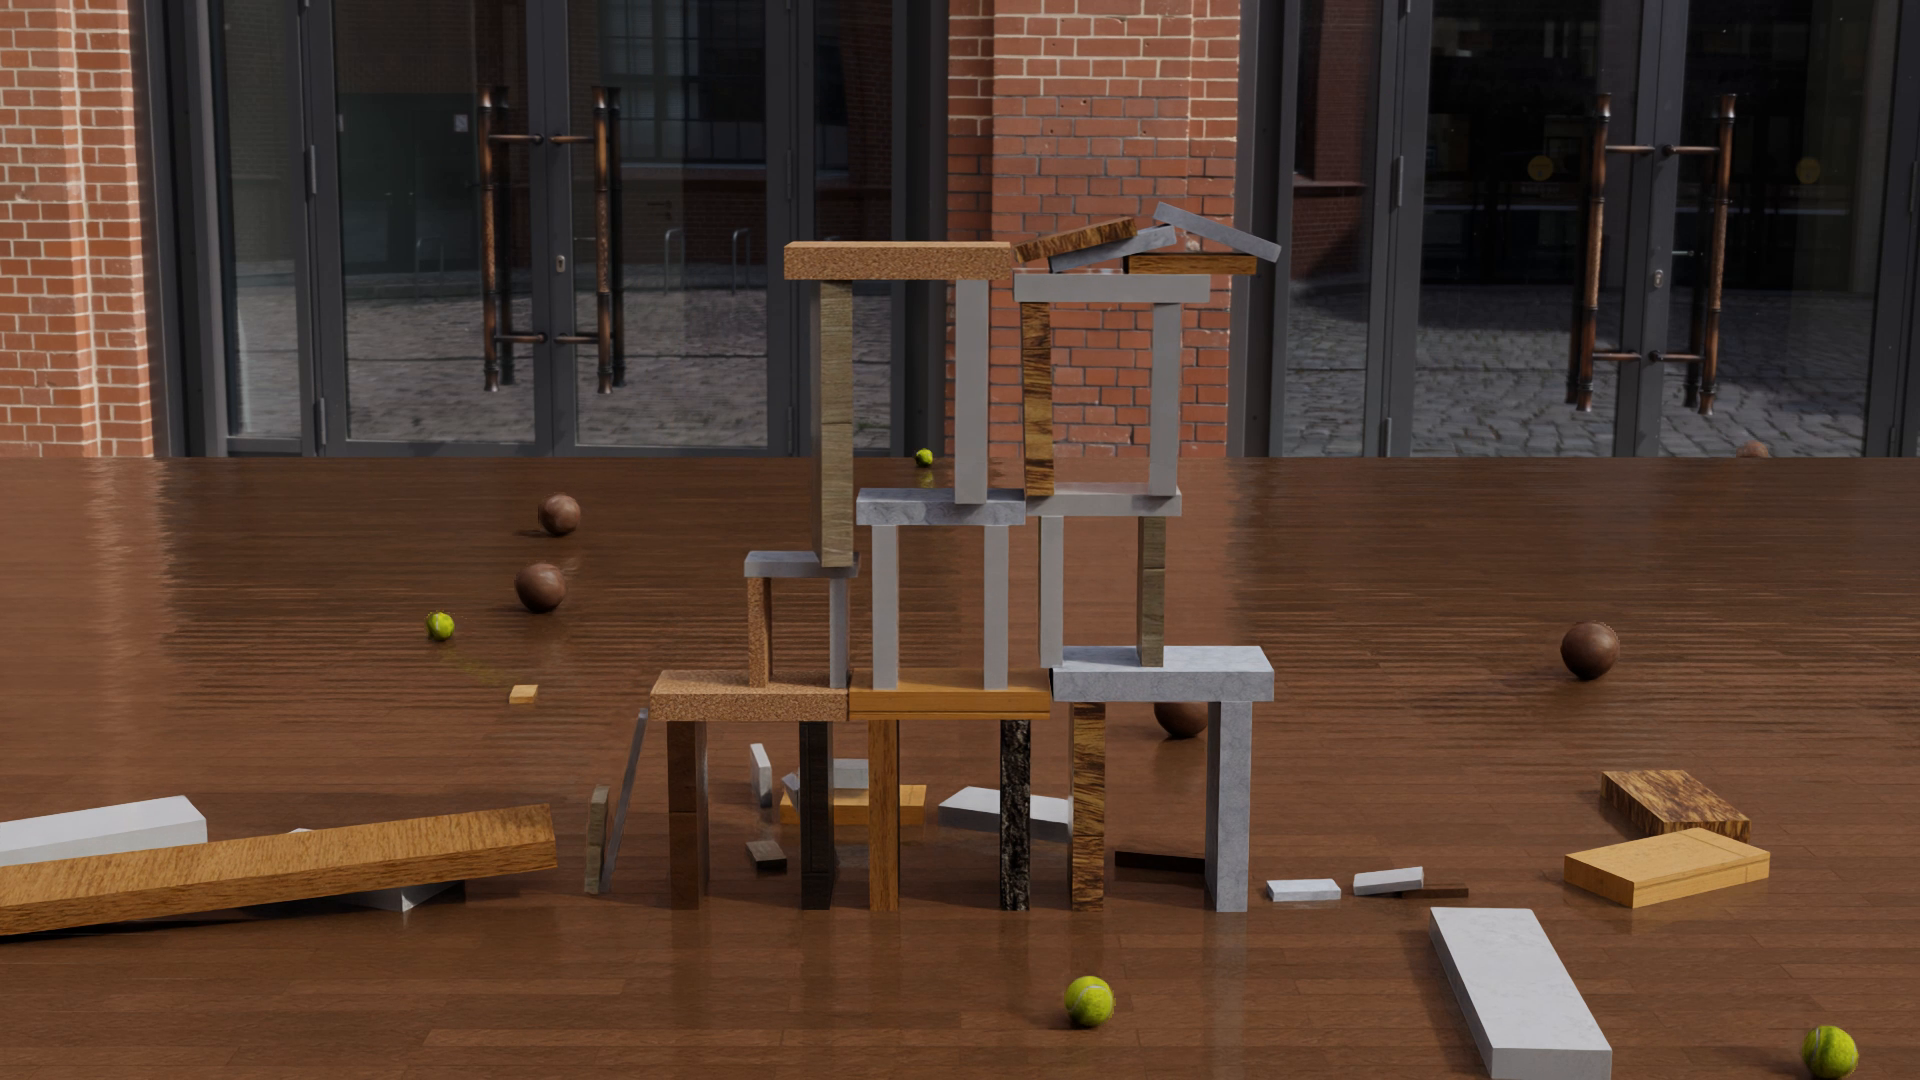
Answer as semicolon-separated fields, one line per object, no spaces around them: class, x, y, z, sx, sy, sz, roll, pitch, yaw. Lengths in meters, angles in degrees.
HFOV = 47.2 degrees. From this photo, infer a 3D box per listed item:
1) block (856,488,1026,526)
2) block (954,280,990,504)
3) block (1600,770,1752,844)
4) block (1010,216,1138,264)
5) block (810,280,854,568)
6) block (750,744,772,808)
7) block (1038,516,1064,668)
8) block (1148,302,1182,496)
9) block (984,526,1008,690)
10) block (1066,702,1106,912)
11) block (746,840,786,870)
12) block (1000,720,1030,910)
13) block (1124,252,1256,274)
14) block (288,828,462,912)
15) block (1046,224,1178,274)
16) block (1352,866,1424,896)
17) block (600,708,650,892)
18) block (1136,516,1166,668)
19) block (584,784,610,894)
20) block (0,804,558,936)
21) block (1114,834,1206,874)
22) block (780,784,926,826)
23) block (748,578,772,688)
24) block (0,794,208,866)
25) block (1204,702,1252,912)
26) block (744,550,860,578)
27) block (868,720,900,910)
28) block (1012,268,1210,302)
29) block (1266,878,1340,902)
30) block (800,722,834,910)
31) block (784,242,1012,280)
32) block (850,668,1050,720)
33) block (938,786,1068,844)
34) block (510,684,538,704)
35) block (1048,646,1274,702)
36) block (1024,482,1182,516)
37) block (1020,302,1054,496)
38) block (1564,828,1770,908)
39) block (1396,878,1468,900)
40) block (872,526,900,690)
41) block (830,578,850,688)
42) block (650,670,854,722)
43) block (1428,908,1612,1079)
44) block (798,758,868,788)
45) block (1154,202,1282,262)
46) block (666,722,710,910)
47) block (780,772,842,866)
block;-0.030;-0.054;3.550;0.268;0.038;0.134;0;11;0
block;0.020;-0.245;3.514;0.050;0.351;0.175;0;11;1
block;1.319;0.493;4.067;0.158;0.045;0.316;-1;11;-4
block;0.178;-0.471;3.449;0.189;0.027;0.094;-14;10;0
block;-0.207;-0.197;3.533;0.050;0.454;0.175;-1;11;-9
block;-0.380;0.450;4.206;0.023;0.080;0.159;-3;11;-11
block;0.146;0.073;3.570;0.035;0.247;0.123;0;11;0
block;0.328;-0.233;3.519;0.043;0.304;0.152;1;11;5
block;0.058;0.097;3.574;0.038;0.268;0.134;0;11;0
block;0.208;0.416;3.639;0.050;0.353;0.176;0;11;0
block;-0.339;0.550;3.845;0.053;0.015;0.105;-3;11;-16
block;0.091;0.432;3.638;0.046;0.322;0.161;0;11;0
block;0.361;-0.437;3.469;0.199;0.028;0.099;0;11;-1
block;-1.034;0.556;3.720;0.344;0.049;0.172;4;11;22
block;0.238;-0.461;3.474;0.199;0.028;0.099;-13;10;2
block;0.715;0.569;3.668;0.113;0.016;0.056;-9;12;16
block;-0.559;0.433;3.664;0.015;0.313;0.053;13;12;-6
block;0.310;0.072;3.575;0.035;0.247;0.123;0;11;0
block;-0.602;0.496;3.647;0.023;0.159;0.080;5;14;-5
block;-1.283;0.551;3.552;1.237;0.049;0.172;-5;15;-13
block;0.372;0.547;3.825;0.189;0.027;0.094;3;11;15
block;-0.197;0.492;4.093;0.263;0.037;0.131;0;11;2
block;-0.326;0.142;3.593;0.026;0.182;0.091;0;11;3
block;-1.531;0.523;3.894;0.344;0.049;0.172;-6;12;-31
block;0.443;0.416;3.639;0.050;0.353;0.176;0;11;0
block;-0.255;0.039;3.573;0.182;0.026;0.091;1;11;1
block;-0.125;0.432;3.638;0.046;0.322;0.161;0;11;0
block;0.236;-0.404;3.485;0.304;0.043;0.152;0;11;0
block;0.572;0.583;3.663;0.113;0.016;0.056;-1;11;-5
block;-0.236;0.433;3.642;0.045;0.319;0.159;0;11;0
block;-0.096;-0.443;3.480;0.351;0.050;0.176;0;11;0
block;-0.016;0.251;3.605;0.322;0.046;0.161;0;11;0
block;0.106;0.503;4.034;0.263;0.037;0.131;5;12;24
block;-0.980;0.346;4.941;0.053;0.015;0.105;-1;11;-5
block;0.325;0.218;3.602;0.353;0.050;0.176;0;11;0
block;0.229;-0.066;3.551;0.247;0.035;0.123;0;11;1
block;0.123;-0.234;3.521;0.043;0.304;0.152;-2;11;1
block;1.201;0.555;3.737;0.316;0.045;0.158;-6;12;-28
block;0.786;0.581;3.672;0.112;0.016;0.056;-1;11;-4
block;-0.120;0.097;3.575;0.038;0.268;0.134;0;11;0
block;-0.196;0.143;3.588;0.026;0.182;0.091;1;11;1
block;-0.338;0.254;3.608;0.319;0.045;0.159;0;11;0
block;0.807;0.653;3.210;0.158;0.045;0.543;1;11;3
block;-0.222;0.444;4.192;0.131;0.037;0.263;0;-2;5
block;0.409;-0.488;3.488;0.199;0.028;0.099;22;10;9
block;-0.449;0.433;3.641;0.045;0.319;0.159;0;11;0
block;-0.258;0.486;3.805;0.023;0.159;0.080;-27;18;-14
